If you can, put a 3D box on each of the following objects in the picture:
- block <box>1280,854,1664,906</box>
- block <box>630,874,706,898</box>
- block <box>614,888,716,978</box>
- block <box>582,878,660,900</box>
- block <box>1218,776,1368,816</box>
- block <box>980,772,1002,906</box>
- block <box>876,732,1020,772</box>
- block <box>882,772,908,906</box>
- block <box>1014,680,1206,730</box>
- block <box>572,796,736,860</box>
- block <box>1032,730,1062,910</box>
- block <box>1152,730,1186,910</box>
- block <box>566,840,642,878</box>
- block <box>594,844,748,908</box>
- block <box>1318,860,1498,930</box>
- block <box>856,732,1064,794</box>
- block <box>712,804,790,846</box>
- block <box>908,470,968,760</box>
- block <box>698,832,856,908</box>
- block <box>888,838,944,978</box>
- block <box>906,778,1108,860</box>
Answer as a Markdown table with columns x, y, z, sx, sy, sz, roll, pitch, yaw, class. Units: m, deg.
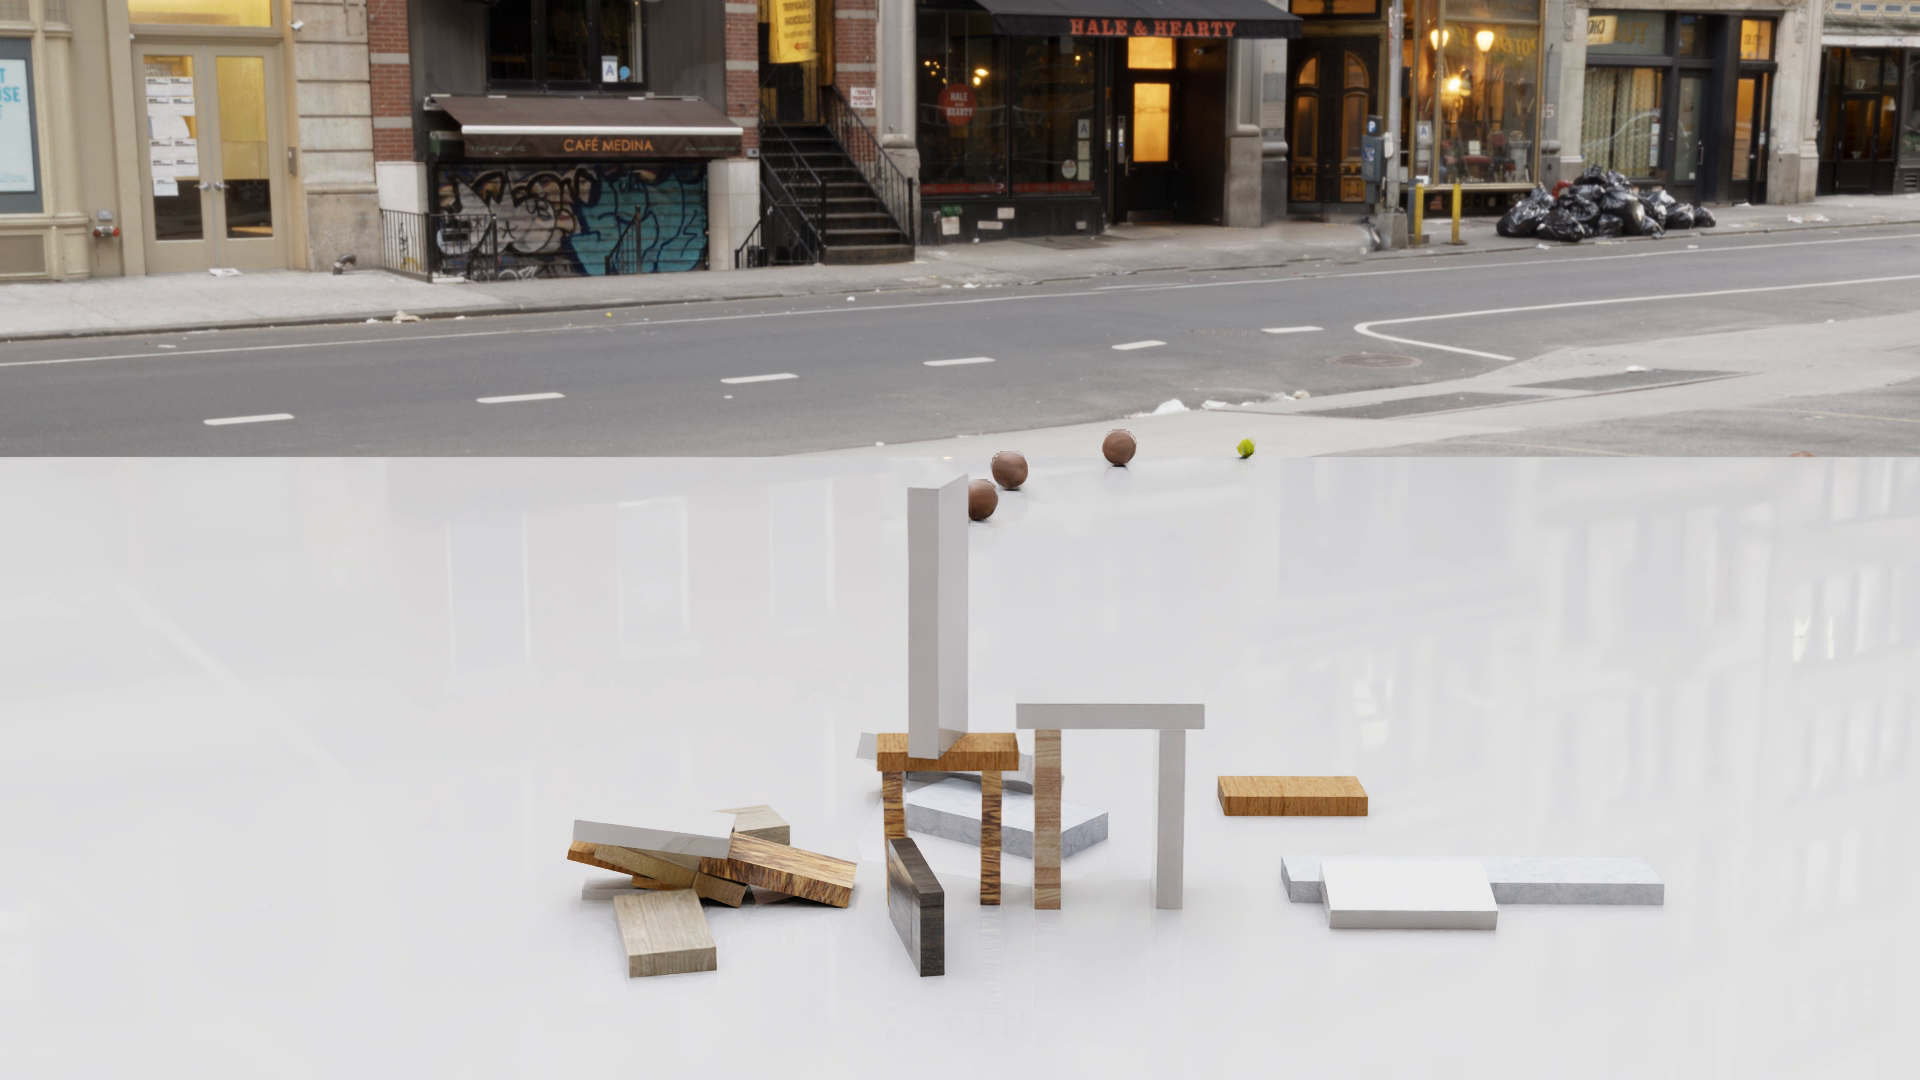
| x | y | z | sx | sy | sz | roll | pitch | yaw | class |
| --- | --- | --- | --- | --- | --- | --- | --- | --- | --- |
| 0.852 | 0.569 | 3.681 | 0.611 | 0.037 | 0.132 | 0 | 11 | 1 | block |
| -0.480 | 0.567 | 3.663 | 0.125 | 0.018 | 0.063 | 10 | 11 | -2 | block |
| -0.464 | 0.613 | 3.441 | 0.132 | 0.037 | 0.264 | -3 | 11 | -13 | block |
| -0.563 | 0.581 | 3.668 | 0.125 | 0.018 | 0.063 | 0 | 11 | -1 | block |
| 0.625 | 0.482 | 4.147 | 0.265 | 0.037 | 0.132 | 0 | 11 | 0 | block |
| 0.053 | 0.476 | 3.648 | 0.033 | 0.230 | 0.115 | 1 | 11 | 2 | block |
| -0.021 | 0.348 | 3.616 | 0.230 | 0.033 | 0.115 | 0 | 11 | -2 | block |
| -0.106 | 0.476 | 3.648 | 0.033 | 0.230 | 0.115 | -2 | 10 | 2 | block |
| 0.242 | 0.270 | 3.612 | 0.303 | 0.043 | 0.152 | 0 | 11 | 0 | block |
| -0.500 | 0.472 | 3.618 | 0.251 | 0.036 | 0.126 | 7 | 11 | -1 | block |
| 0.143 | 0.441 | 3.640 | 0.043 | 0.303 | 0.152 | 0 | 11 | 1 | block |
| 0.345 | 0.441 | 3.641 | 0.043 | 0.303 | 0.152 | 0 | 11 | 2 | block |
| -0.585 | 0.527 | 3.653 | 0.125 | 0.018 | 0.063 | 14 | 11 | -2 | block |
| -0.472 | 0.533 | 3.654 | 0.251 | 0.036 | 0.126 | 20 | 10 | -2 | block |
| 0.722 | 0.573 | 3.555 | 0.265 | 0.037 | 0.132 | 0 | 28 | 1 | block |
| 0.001 | 0.431 | 4.177 | 0.355 | 0.050 | 0.177 | 5 | -16 | 26 | block |
| -0.450 | 0.523 | 3.925 | 0.264 | 0.037 | 0.132 | -4 | 11 | -22 | block |
| -0.034 | 0.118 | 3.564 | 0.050 | 0.438 | 0.177 | 3 | 11 | 15 | block |
| -0.301 | 0.544 | 3.655 | 0.251 | 0.036 | 0.126 | 14 | 11 | -1 | block |
| -0.069 | 0.568 | 3.425 | 0.037 | 0.132 | 0.264 | -2 | 11 | -12 | block |
| 0.071 | 0.505 | 3.987 | 0.355 | 0.050 | 0.177 | 8 | 13 | 36 | block |
